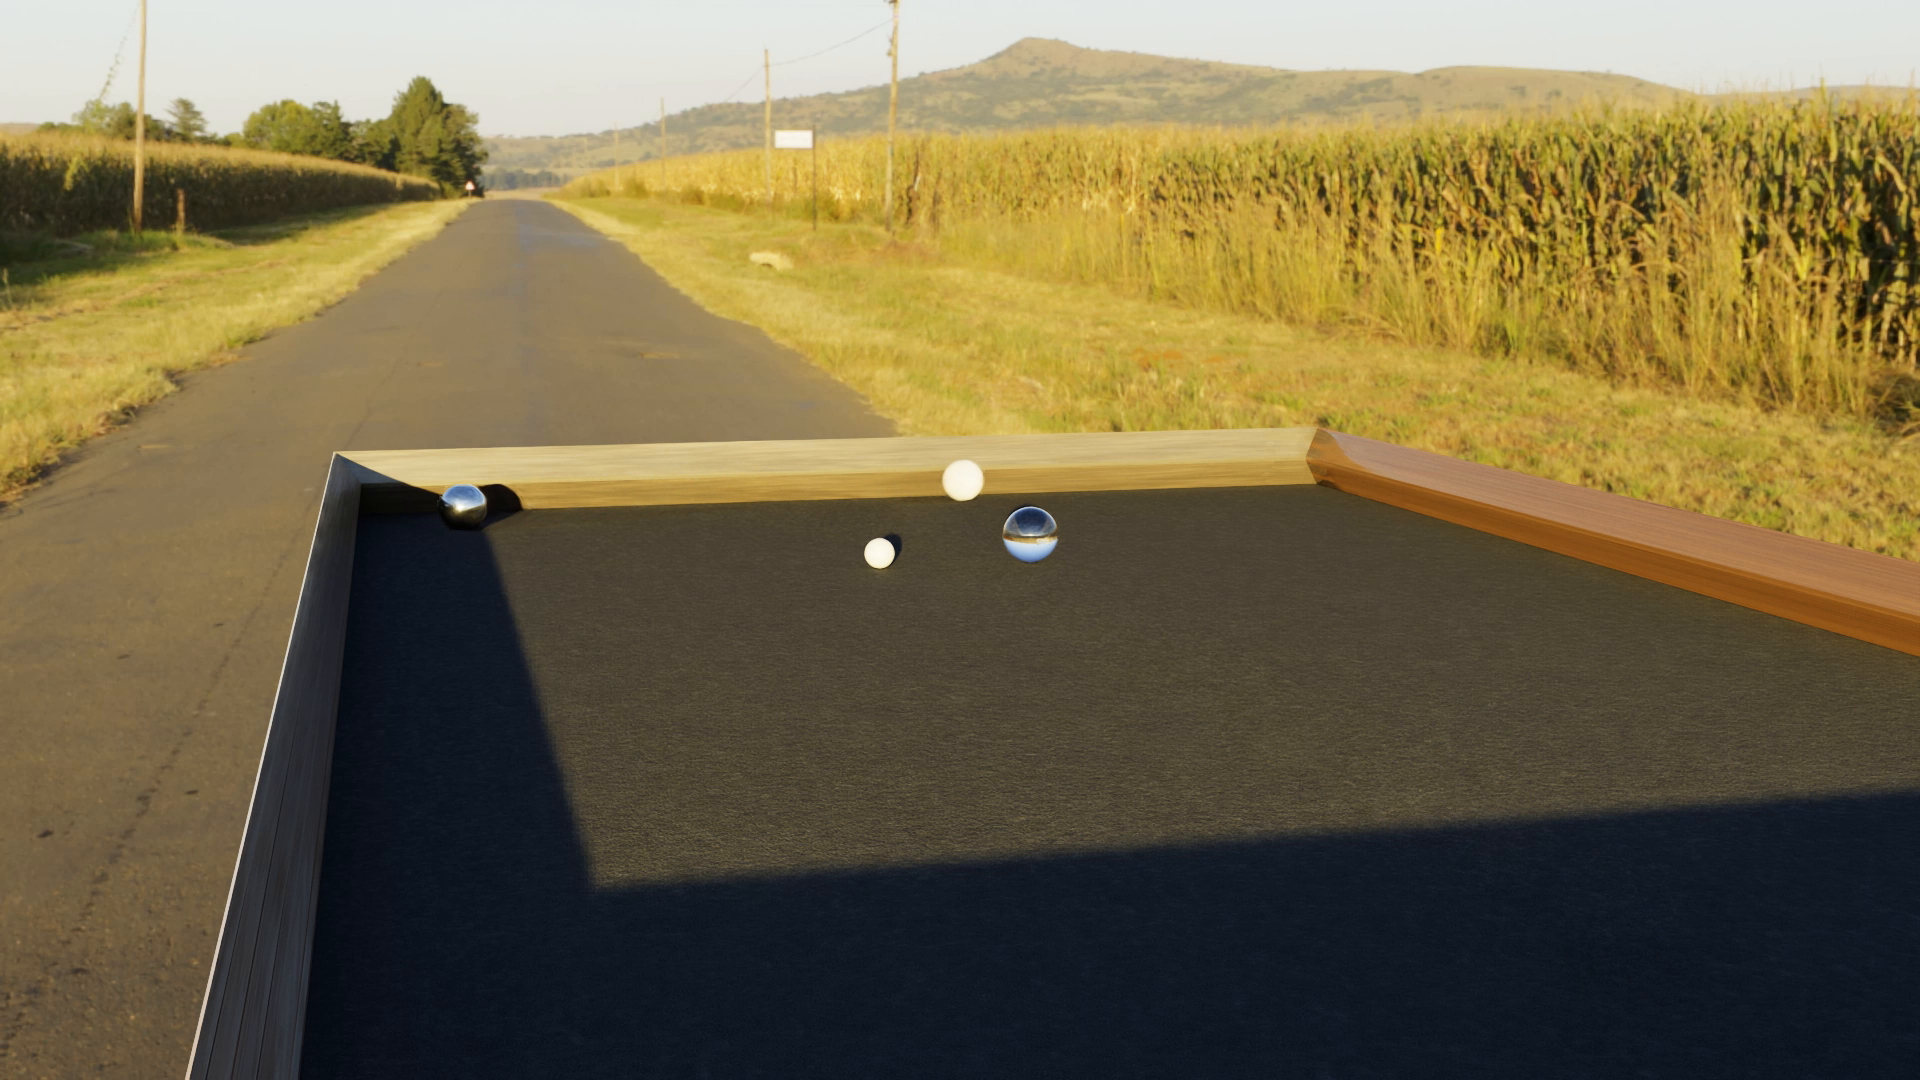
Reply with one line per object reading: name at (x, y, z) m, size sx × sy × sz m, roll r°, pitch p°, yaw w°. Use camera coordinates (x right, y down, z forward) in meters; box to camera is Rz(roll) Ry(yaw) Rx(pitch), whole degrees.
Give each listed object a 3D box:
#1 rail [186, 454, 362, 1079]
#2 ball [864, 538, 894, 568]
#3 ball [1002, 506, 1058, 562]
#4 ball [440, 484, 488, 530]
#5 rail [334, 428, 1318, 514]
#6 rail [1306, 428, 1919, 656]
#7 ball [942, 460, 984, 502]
rail at (-0.687, 0.124, 2.366) m, size 0.045 × 0.111 × 3.205 m, roll -2°, pitch 9°, yaw -14°
ball at (-0.121, 0.020, 3.307) m, size 0.046 × 0.046 × 0.046 m, roll 0°, pitch 8°, yaw 0°
ball at (0.108, -0.008, 3.361) m, size 0.086 × 0.086 × 0.086 m, roll 0°, pitch 8°, yaw 0°
ball at (-0.836, -0.055, 3.704) m, size 0.080 × 0.080 × 0.080 m, roll 0°, pitch 8°, yaw 0°
rail at (-0.193, -0.131, 4.104) m, size 1.876 × 0.111 × 0.045 m, roll -2°, pitch 9°, yaw -14°
rail at (1.085, 0.058, 2.816) m, size 0.045 × 0.111 × 3.205 m, roll -2°, pitch 9°, yaw -14°
ball at (0.006, -0.111, 4.090) m, size 0.078 × 0.078 × 0.078 m, roll 0°, pitch 8°, yaw 0°
